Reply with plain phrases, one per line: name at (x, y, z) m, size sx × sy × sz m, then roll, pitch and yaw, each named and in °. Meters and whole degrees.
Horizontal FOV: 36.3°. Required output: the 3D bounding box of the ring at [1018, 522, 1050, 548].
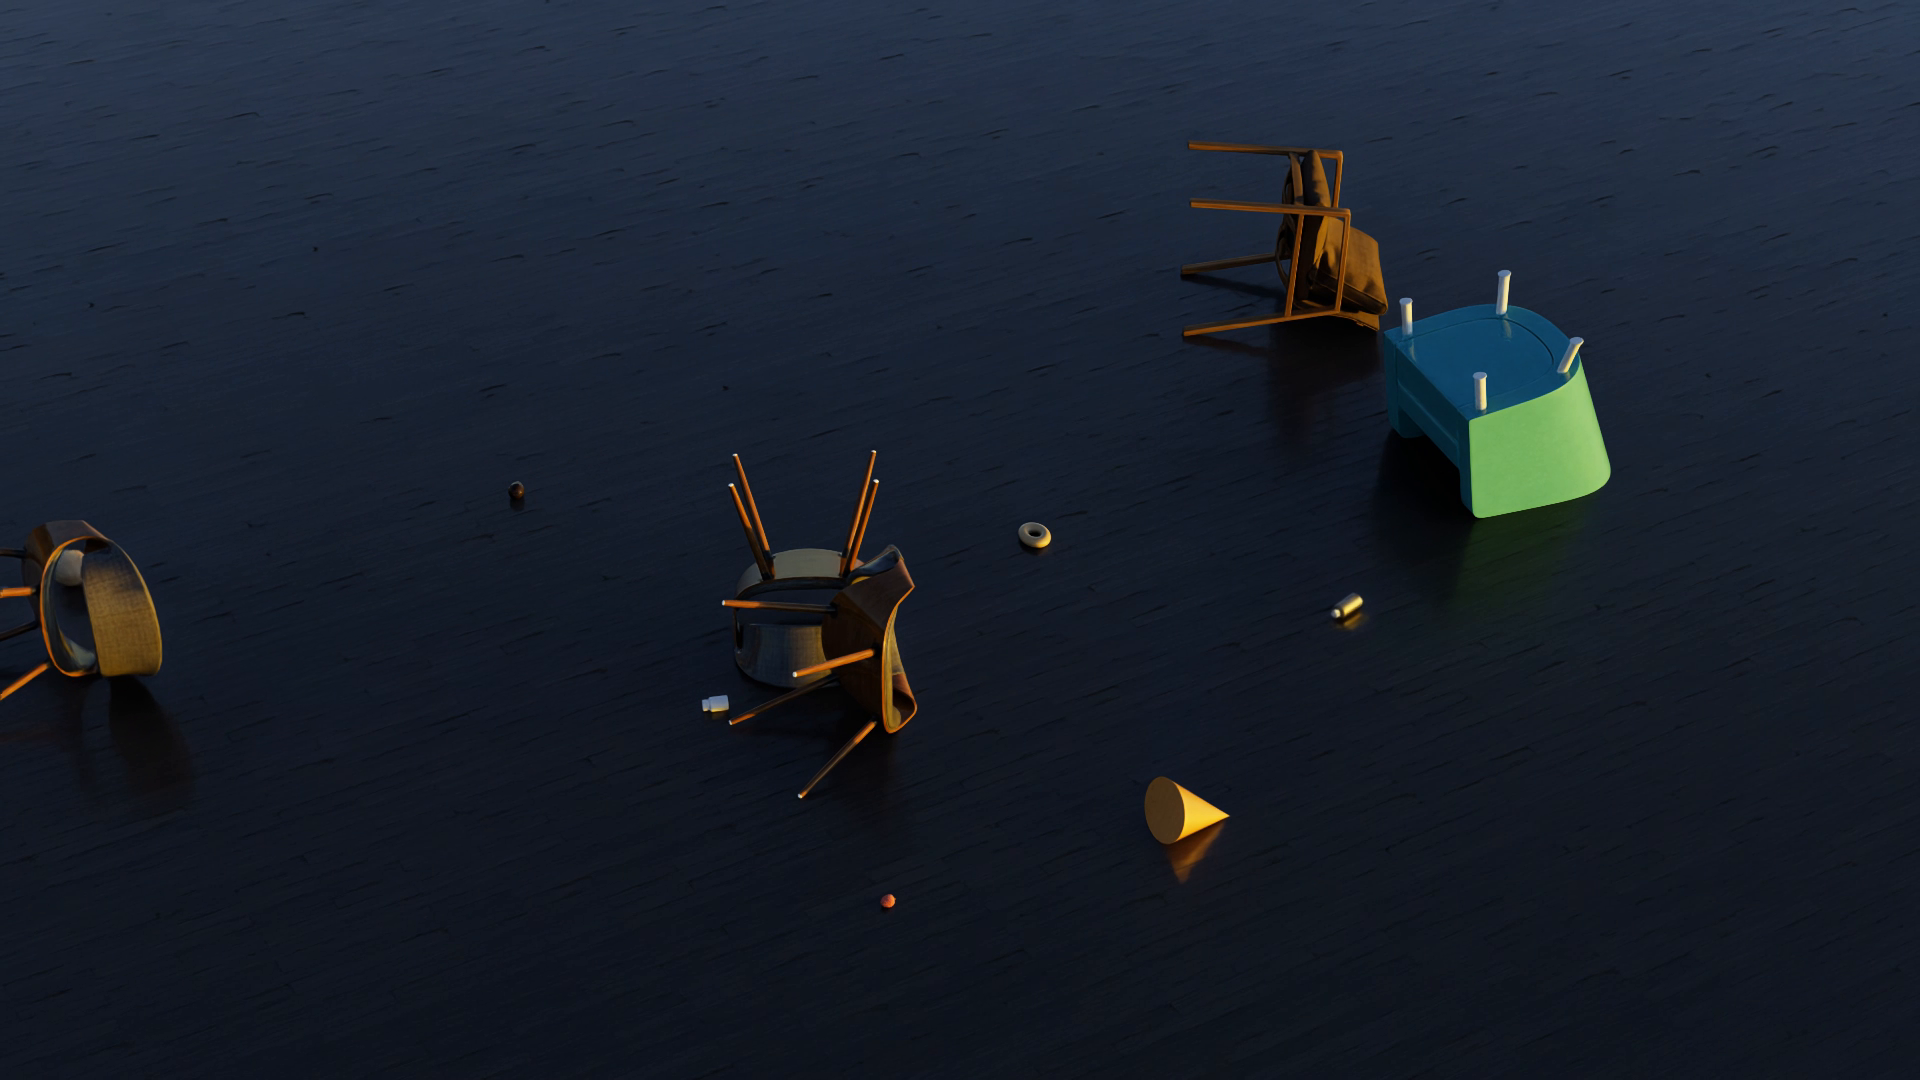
ring at (0.278, -0.018, 10.939) m, size 0.115 × 0.038 × 0.154 m, roll -14°, pitch 35°, yaw -18°

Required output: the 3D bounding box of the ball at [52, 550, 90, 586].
ball at (-3.233, 0.102, 10.666) m, size 0.137 × 0.137 × 0.137 m, roll 0°, pitch 33°, yaw 0°

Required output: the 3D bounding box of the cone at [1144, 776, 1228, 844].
cone at (0.770, 0.886, 9.515) m, size 0.256 × 0.199 × 0.256 m, roll 8°, pitch 25°, yaw -29°
